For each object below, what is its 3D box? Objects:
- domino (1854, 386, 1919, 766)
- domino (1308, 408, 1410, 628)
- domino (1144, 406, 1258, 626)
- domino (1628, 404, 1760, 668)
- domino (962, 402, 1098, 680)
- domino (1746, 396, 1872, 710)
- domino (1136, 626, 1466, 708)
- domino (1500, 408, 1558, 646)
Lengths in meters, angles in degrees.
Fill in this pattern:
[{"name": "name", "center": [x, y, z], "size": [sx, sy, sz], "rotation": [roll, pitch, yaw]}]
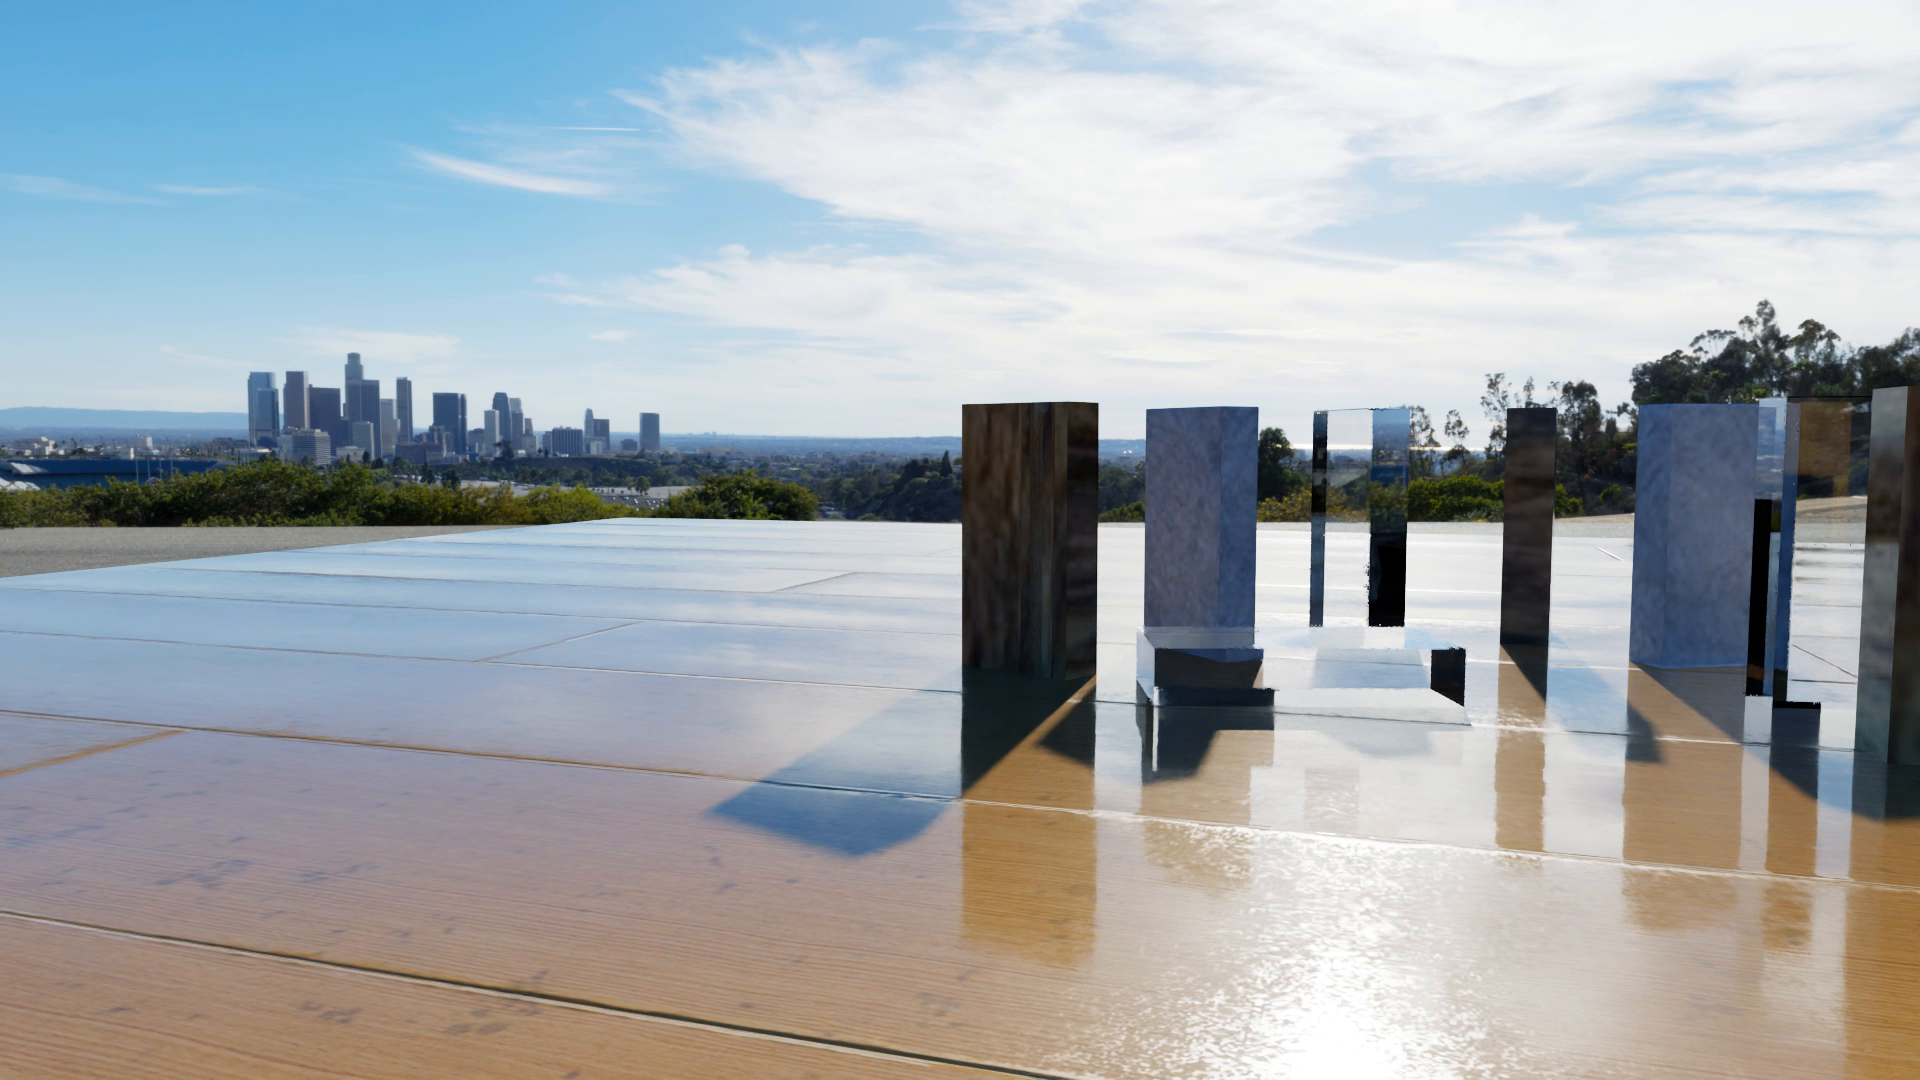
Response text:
[{"name": "domino", "center": [0.137, 0.005, 0.171], "size": [0.025, 0.050, 0.010], "rotation": [1, 4, 12]}, {"name": "domino", "center": [0.088, -0.004, 0.284], "size": [0.009, 0.050, 0.025], "rotation": [-1, 4, -12]}, {"name": "domino", "center": [0.050, -0.003, 0.270], "size": [0.010, 0.050, 0.025], "rotation": [-2, 5, -28]}, {"name": "domino", "center": [0.145, -0.001, 0.248], "size": [0.025, 0.050, 0.009], "rotation": [-1, 4, -9]}, {"name": "domino", "center": [0.013, -0.001, 0.241], "size": [0.025, 0.050, 0.010], "rotation": [4, 6, 41]}, {"name": "domino", "center": [0.144, 0.002, 0.208], "size": [0.025, 0.050, 0.010], "rotation": [1, 4, 9]}, {"name": "domino", "center": [0.057, 0.021, 0.220], "size": [0.050, 0.009, 0.025], "rotation": [0, 4, 1]}, {"name": "domino", "center": [0.125, -0.004, 0.281], "size": [0.009, 0.050, 0.025], "rotation": [2, 5, 26]}]
